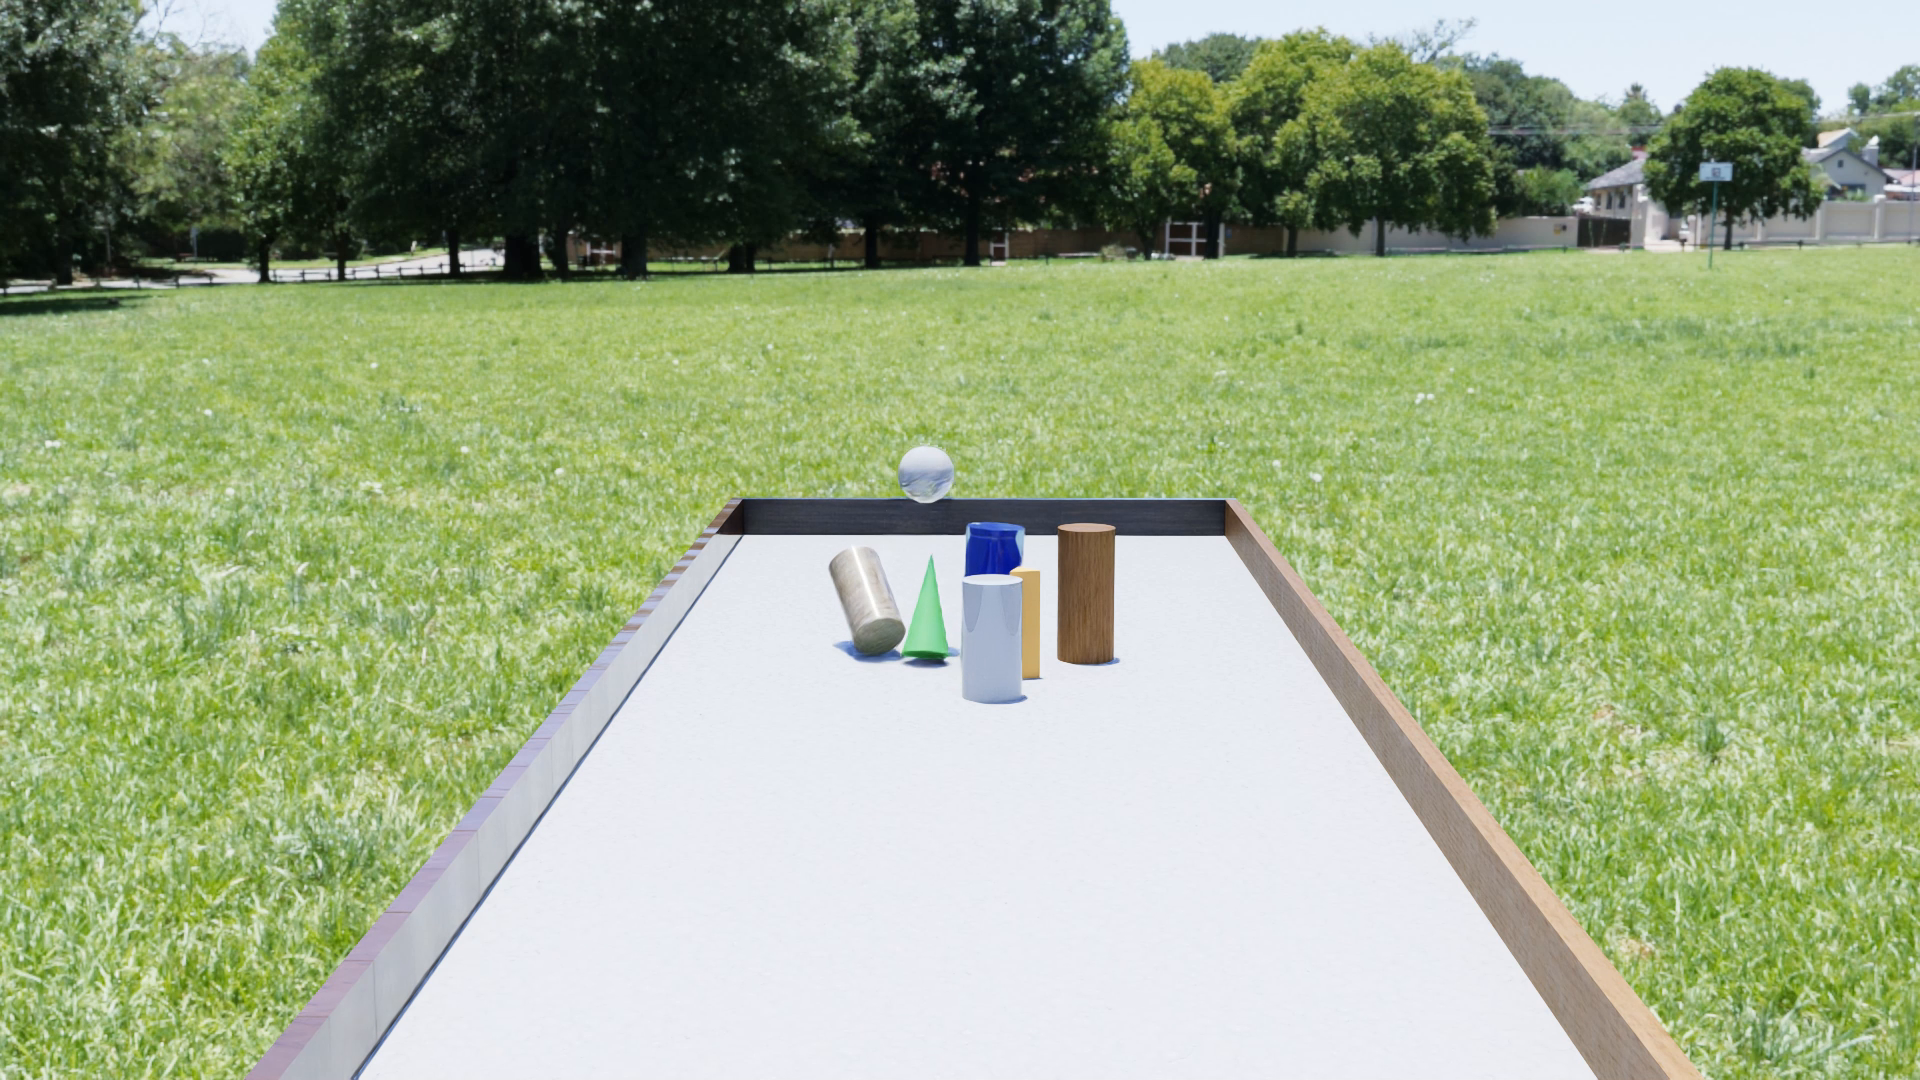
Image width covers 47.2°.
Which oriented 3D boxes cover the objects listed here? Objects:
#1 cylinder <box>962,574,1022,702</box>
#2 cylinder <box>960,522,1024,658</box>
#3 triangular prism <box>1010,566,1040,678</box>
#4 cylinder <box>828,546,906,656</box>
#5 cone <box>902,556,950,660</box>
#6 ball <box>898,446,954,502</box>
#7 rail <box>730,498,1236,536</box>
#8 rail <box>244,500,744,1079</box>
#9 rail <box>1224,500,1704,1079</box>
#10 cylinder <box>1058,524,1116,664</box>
[{"bbox_3d":[0.090,0.276,6.197,0.172,0.335,0.172,0,9,0],"label":"cylinder"},{"bbox_3d":[0.097,0.160,6.673,0.177,0.407,0.177,3,8,0],"label":"cylinder"},{"bbox_3d":[0.181,0.242,6.459,0.091,0.319,0.078,-2,9,-14],"label":"triangular prism"},{"bbox_3d":[-0.290,0.187,6.819,0.165,0.165,0.309,-3,46,-21],"label":"cylinder"},{"bbox_3d":[-0.095,0.192,6.683,0.144,0.318,0.144,3,-13,1],"label":"cone"},{"bbox_3d":[-0.105,-0.202,6.764,0.176,0.176,0.176,0,9,0],"label":"ball"},{"bbox_3d":[0.099,-0.098,9.147,2.100,0.150,0.050,0,9,1],"label":"rail"},{"bbox_3d":[-1.004,0.839,3.234,0.050,0.150,12.000,0,9,1],"label":"rail"},{"bbox_3d":[1.046,0.843,3.208,0.050,0.150,12.000,0,9,1],"label":"rail"},{"bbox_3d":[0.383,0.162,6.693,0.174,0.405,0.174,0,9,0],"label":"cylinder"}]
